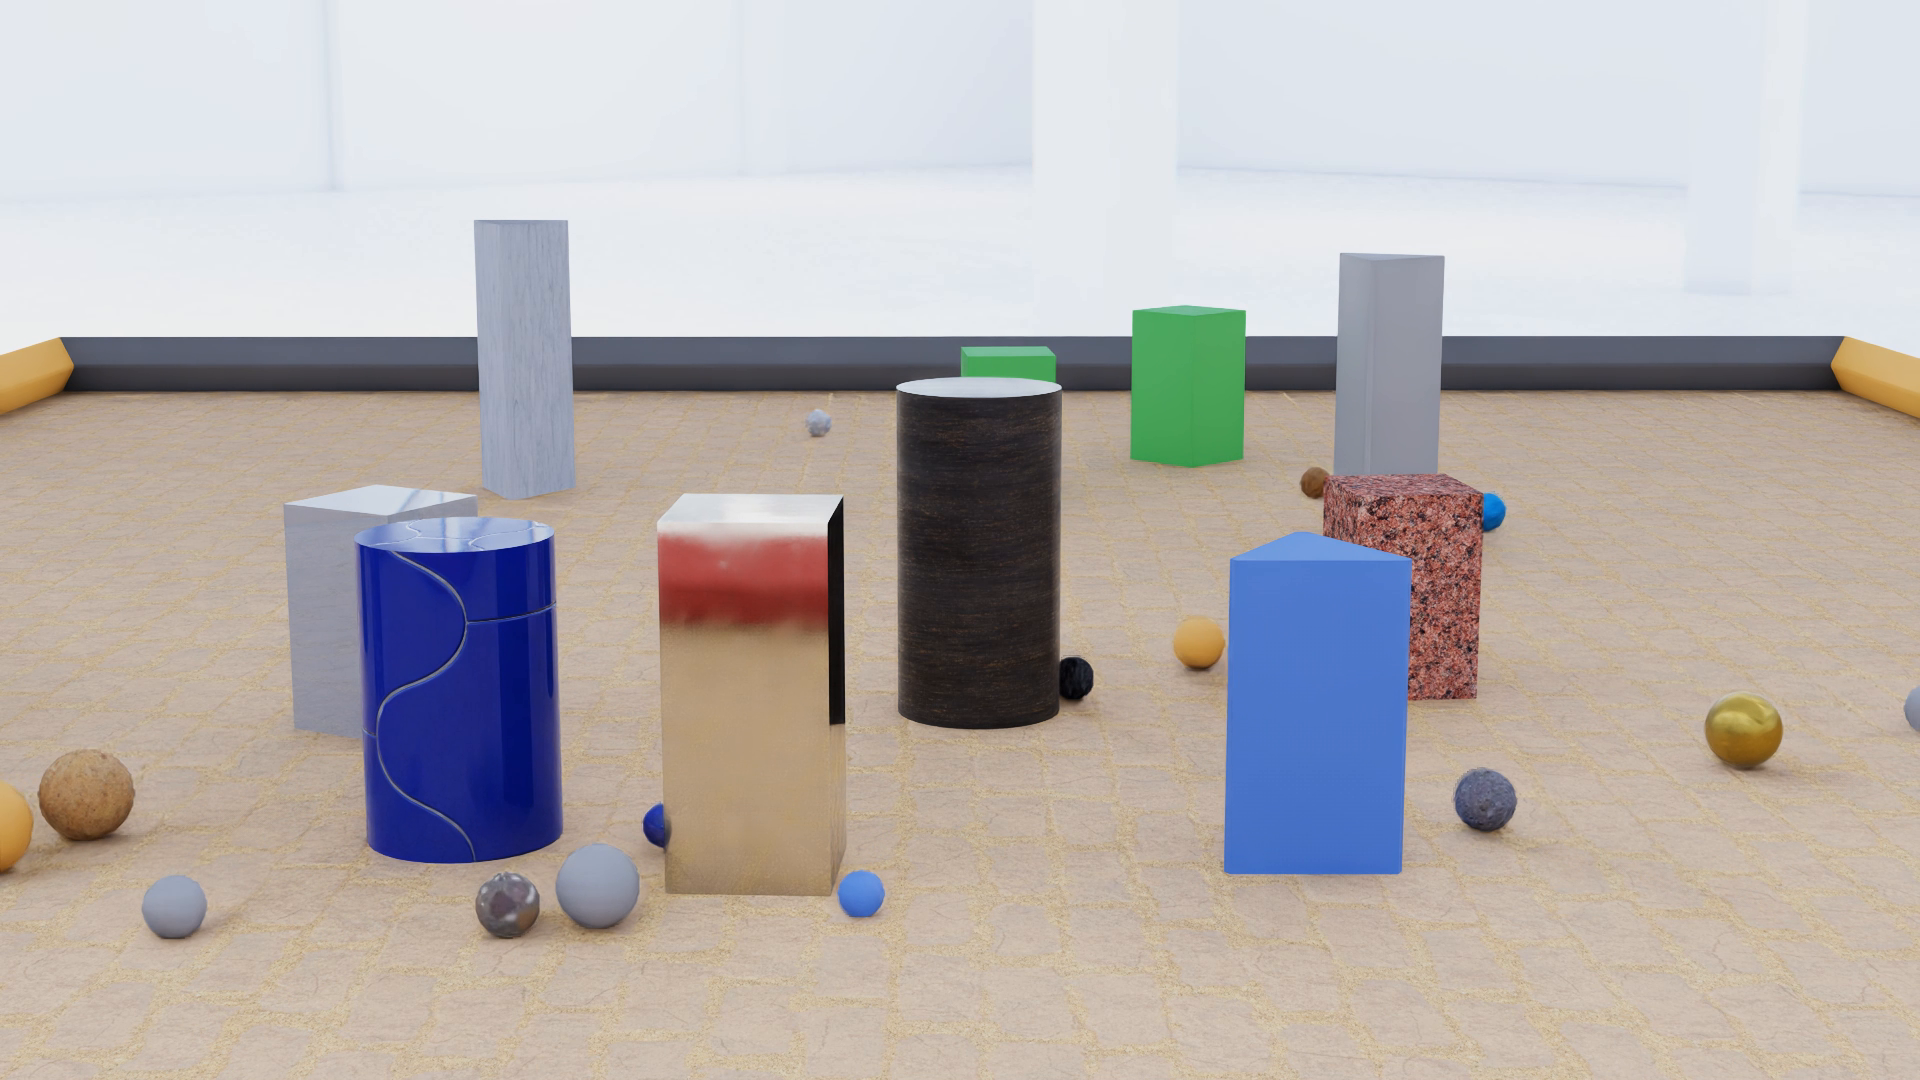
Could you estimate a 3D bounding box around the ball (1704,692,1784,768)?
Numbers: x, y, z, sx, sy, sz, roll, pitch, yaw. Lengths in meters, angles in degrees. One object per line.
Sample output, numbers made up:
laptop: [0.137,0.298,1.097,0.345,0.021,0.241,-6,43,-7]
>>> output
ball: [0.817,0.198,2.674,0.079,0.079,0.079,0,11,0]

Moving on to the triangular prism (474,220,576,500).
triangular prism: [-0.766,-0.312,4.362,0.138,0.459,0.159,7,13,32]

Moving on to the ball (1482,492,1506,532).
ball: [0.822,-0.044,4.013,0.061,0.061,0.061,0,11,0]

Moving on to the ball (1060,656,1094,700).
ball: [0.130,0.159,2.958,0.050,0.050,0.050,0,11,0]

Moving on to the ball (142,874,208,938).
ball: [-0.660,0.308,2.156,0.053,0.053,0.053,0,11,0]

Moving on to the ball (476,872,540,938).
ball: [-0.380,0.307,2.158,0.054,0.054,0.054,0,11,0]

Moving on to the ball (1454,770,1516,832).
ball: [0.503,0.249,2.454,0.059,0.059,0.059,0,11,0]

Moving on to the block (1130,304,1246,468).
block: [0.420,-0.285,4.720,0.147,0.275,0.147,-10,15,-44]

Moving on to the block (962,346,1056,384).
block: [0.081,-0.199,4.346,0.147,0.243,0.147,-1,11,-4]

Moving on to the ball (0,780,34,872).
ball: [-0.885,0.258,2.313,0.092,0.092,0.092,0,11,0]

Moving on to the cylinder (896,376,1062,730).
cylinder: [0.021,0.011,2.884,0.184,0.368,0.184,0,11,0]

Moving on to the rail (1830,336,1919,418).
rail: [1.965,0.029,3.461,0.045,0.119,4.617,0,11,0]

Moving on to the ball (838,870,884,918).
ball: [-0.085,0.304,2.209,0.040,0.040,0.040,0,11,0]

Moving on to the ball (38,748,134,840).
ball: [-0.825,0.240,2.425,0.086,0.086,0.086,0,11,0]

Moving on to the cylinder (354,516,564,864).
cylinder: [-0.471,0.137,2.419,0.184,0.291,0.184,0,11,0]

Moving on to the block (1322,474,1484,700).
block: [0.515,0.053,3.006,0.147,0.240,0.147,-1,11,-7]

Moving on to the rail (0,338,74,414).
rail: [-1.965,0.033,3.439,0.045,0.119,4.617,0,11,0]

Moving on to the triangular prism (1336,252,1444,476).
triangular prism: [0.633,-0.221,3.951,0.159,0.433,0.138,-8,13,-38]

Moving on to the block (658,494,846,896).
block: [-0.184,0.136,2.309,0.147,0.334,0.147,1,11,3]

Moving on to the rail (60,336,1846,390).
rail: [-0.013,-0.390,5.696,3.978,0.119,0.045,0,11,0]

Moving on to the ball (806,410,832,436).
ball: [-0.277,-0.229,5.031,0.051,0.051,0.051,0,11,0]

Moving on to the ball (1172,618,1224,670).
ball: [0.288,0.125,3.103,0.063,0.063,0.063,0,11,0]

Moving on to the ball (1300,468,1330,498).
ball: [0.599,-0.096,4.314,0.053,0.053,0.053,0,11,0]

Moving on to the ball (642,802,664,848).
ball: [-0.275,0.267,2.402,0.043,0.043,0.043,0,11,0]

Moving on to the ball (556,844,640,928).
ball: [-0.308,0.294,2.181,0.071,0.071,0.071,0,11,0]

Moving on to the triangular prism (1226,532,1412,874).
triangular prism: [0.321,0.147,2.370,0.159,0.290,0.138,0,11,0]

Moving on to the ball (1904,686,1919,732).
ball: [1.061,0.185,2.801,0.058,0.058,0.058,0,11,0]

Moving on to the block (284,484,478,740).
block: [-0.635,0.079,2.838,0.147,0.251,0.147,6,12,29]
